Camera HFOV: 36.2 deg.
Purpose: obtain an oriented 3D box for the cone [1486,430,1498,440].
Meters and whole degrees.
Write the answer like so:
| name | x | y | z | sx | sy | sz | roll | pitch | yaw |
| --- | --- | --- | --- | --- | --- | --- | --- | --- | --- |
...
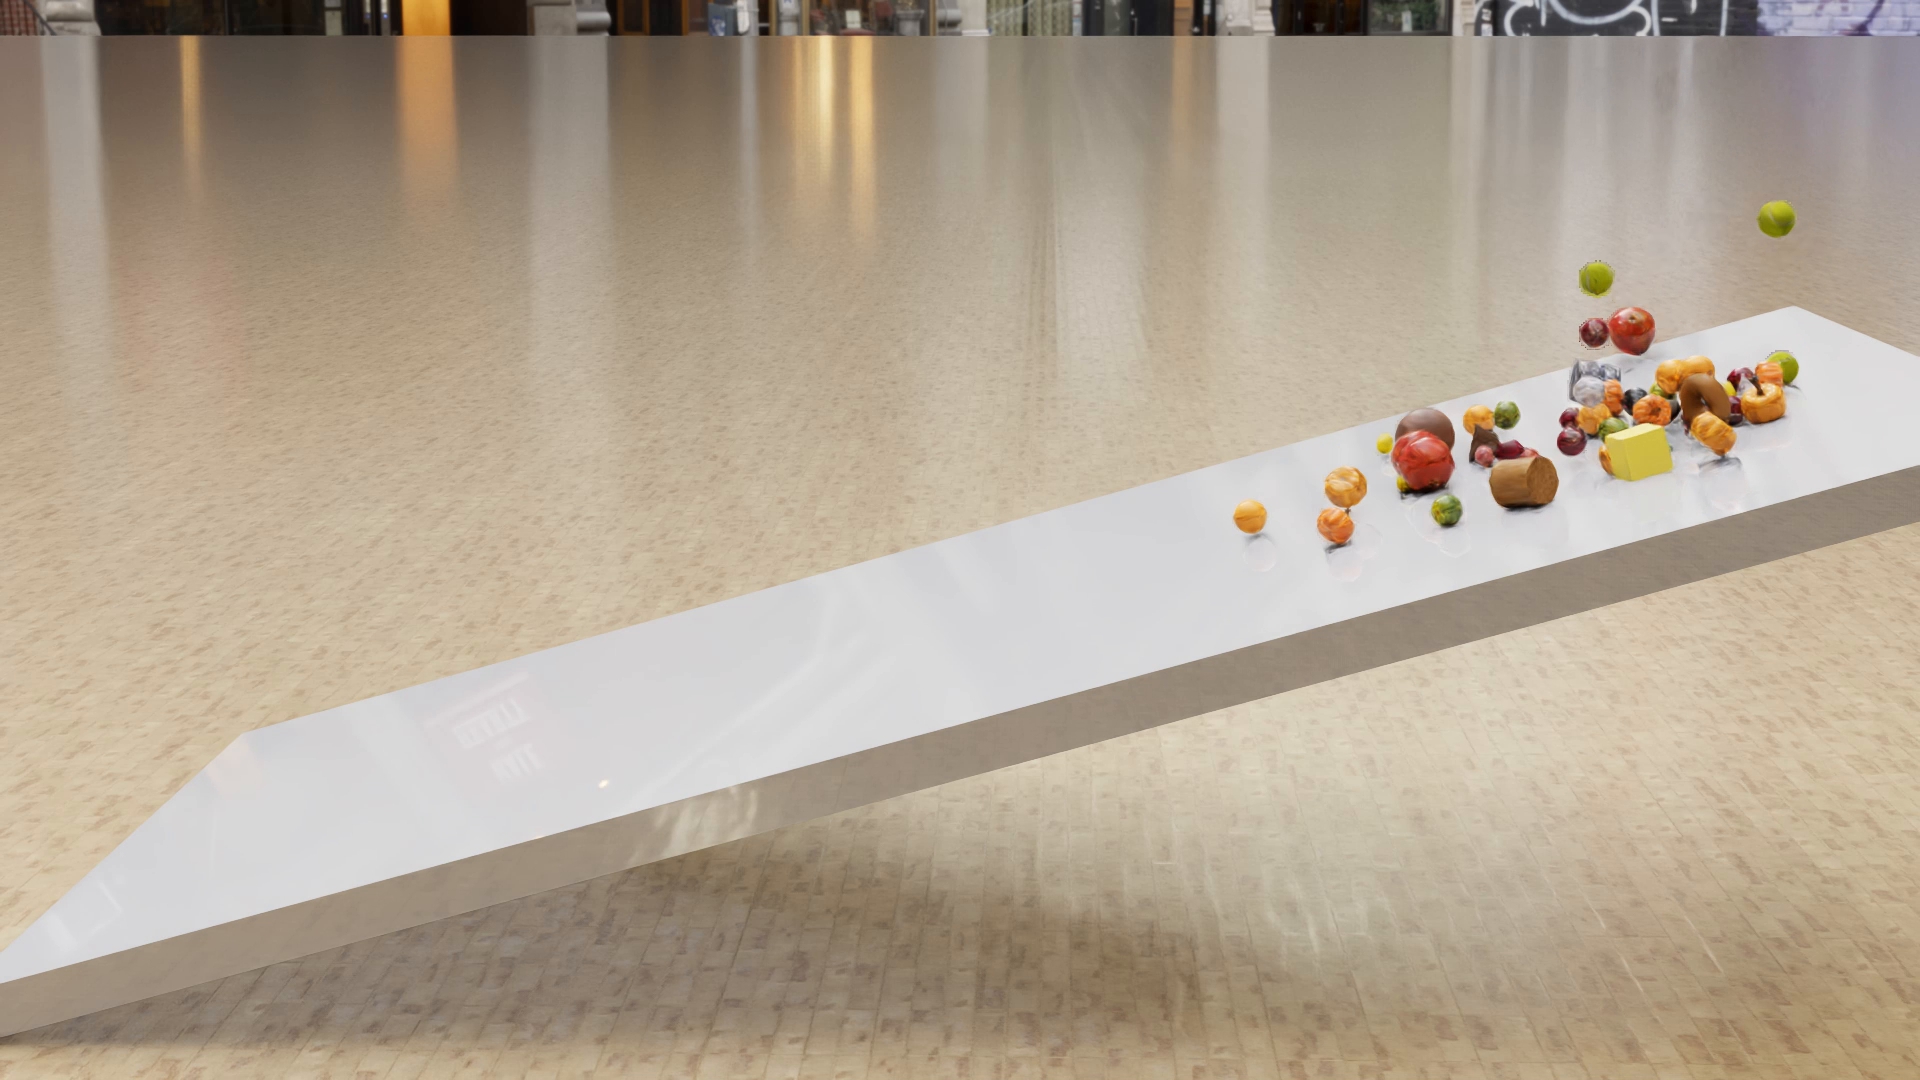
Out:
| name | x | y | z | sx | sy | sz | roll | pitch | yaw |
| --- | --- | --- | --- | --- | --- | --- | --- | --- | --- |
| cone | 1.164 | -0.208 | 6.423 | 0.057 | 0.057 | 0.057 | 8 | -4 | 38 |

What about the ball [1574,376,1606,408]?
| name | x | y | z | sx | sy | sz | roll | pitch | yaw |
| --- | --- | --- | --- | --- | --- | --- | --- | --- | --- |
| ball | 1.324 | -0.312 | 6.186 | 0.066 | 0.066 | 0.066 | 0 | 10 | 0 |

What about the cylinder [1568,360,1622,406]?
| name | x | y | z | sx | sy | sz | roll | pitch | yaw |
| --- | --- | --- | --- | --- | --- | --- | --- | --- | --- |
| cylinder | 1.407 | -0.348 | 6.519 | 0.092 | 0.092 | 0.092 | 8 | 10 | -1 |

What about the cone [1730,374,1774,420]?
| name | x | y | z | sx | sy | sz | roll | pitch | yaw |
| --- | --- | --- | --- | --- | --- | --- | --- | --- | --- |
| cone | 1.613 | -0.302 | 6.029 | 0.088 | 0.088 | 0.088 | -16 | 10 | 3 |

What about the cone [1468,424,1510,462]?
| name | x | y | z | sx | sy | sz | roll | pitch | yaw |
| --- | --- | --- | --- | --- | --- | --- | --- | --- | --- |
| cone | 1.151 | -0.202 | 6.367 | 0.086 | 0.086 | 0.086 | 12 | 12 | 10 |

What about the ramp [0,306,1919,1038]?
| name | x | y | z | sx | sy | sz | roll | pitch | yaw |
| --- | --- | --- | --- | --- | --- | --- | --- | --- | --- |
| ramp | 0.086 | 0.188 | 6.324 | 4.000 | 0.100 | 2.000 | -15 | 10 | 4 |

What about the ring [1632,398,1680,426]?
| name | x | y | z | sx | sy | sz | roll | pitch | yaw |
| --- | --- | --- | --- | --- | --- | --- | --- | --- | --- |
| ring | 1.440 | -0.253 | 6.079 | 0.107 | 0.036 | 0.107 | -27 | -18 | -10 |

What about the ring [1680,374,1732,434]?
| name | x | y | z | sx | sy | sz | roll | pitch | yaw |
| --- | --- | --- | --- | --- | --- | --- | --- | --- | --- |
| ring | 1.484 | -0.271 | 5.856 | 0.043 | 0.128 | 0.128 | -24 | 19 | -21 |

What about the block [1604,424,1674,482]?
| name | x | y | z | sx | sy | sz | roll | pitch | yaw |
| --- | --- | --- | --- | --- | --- | --- | --- | --- | --- |
| block | 1.329 | -0.171 | 5.755 | 0.087 | 0.087 | 0.087 | -18 | 10 | -8 |

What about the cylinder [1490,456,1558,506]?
| name | x | y | z | sx | sy | sz | roll | pitch | yaw |
| --- | --- | --- | --- | --- | --- | --- | --- | --- | --- |
| cylinder | 1.107 | -0.114 | 5.776 | 0.094 | 0.094 | 0.094 | -8 | 3 | -39 |
